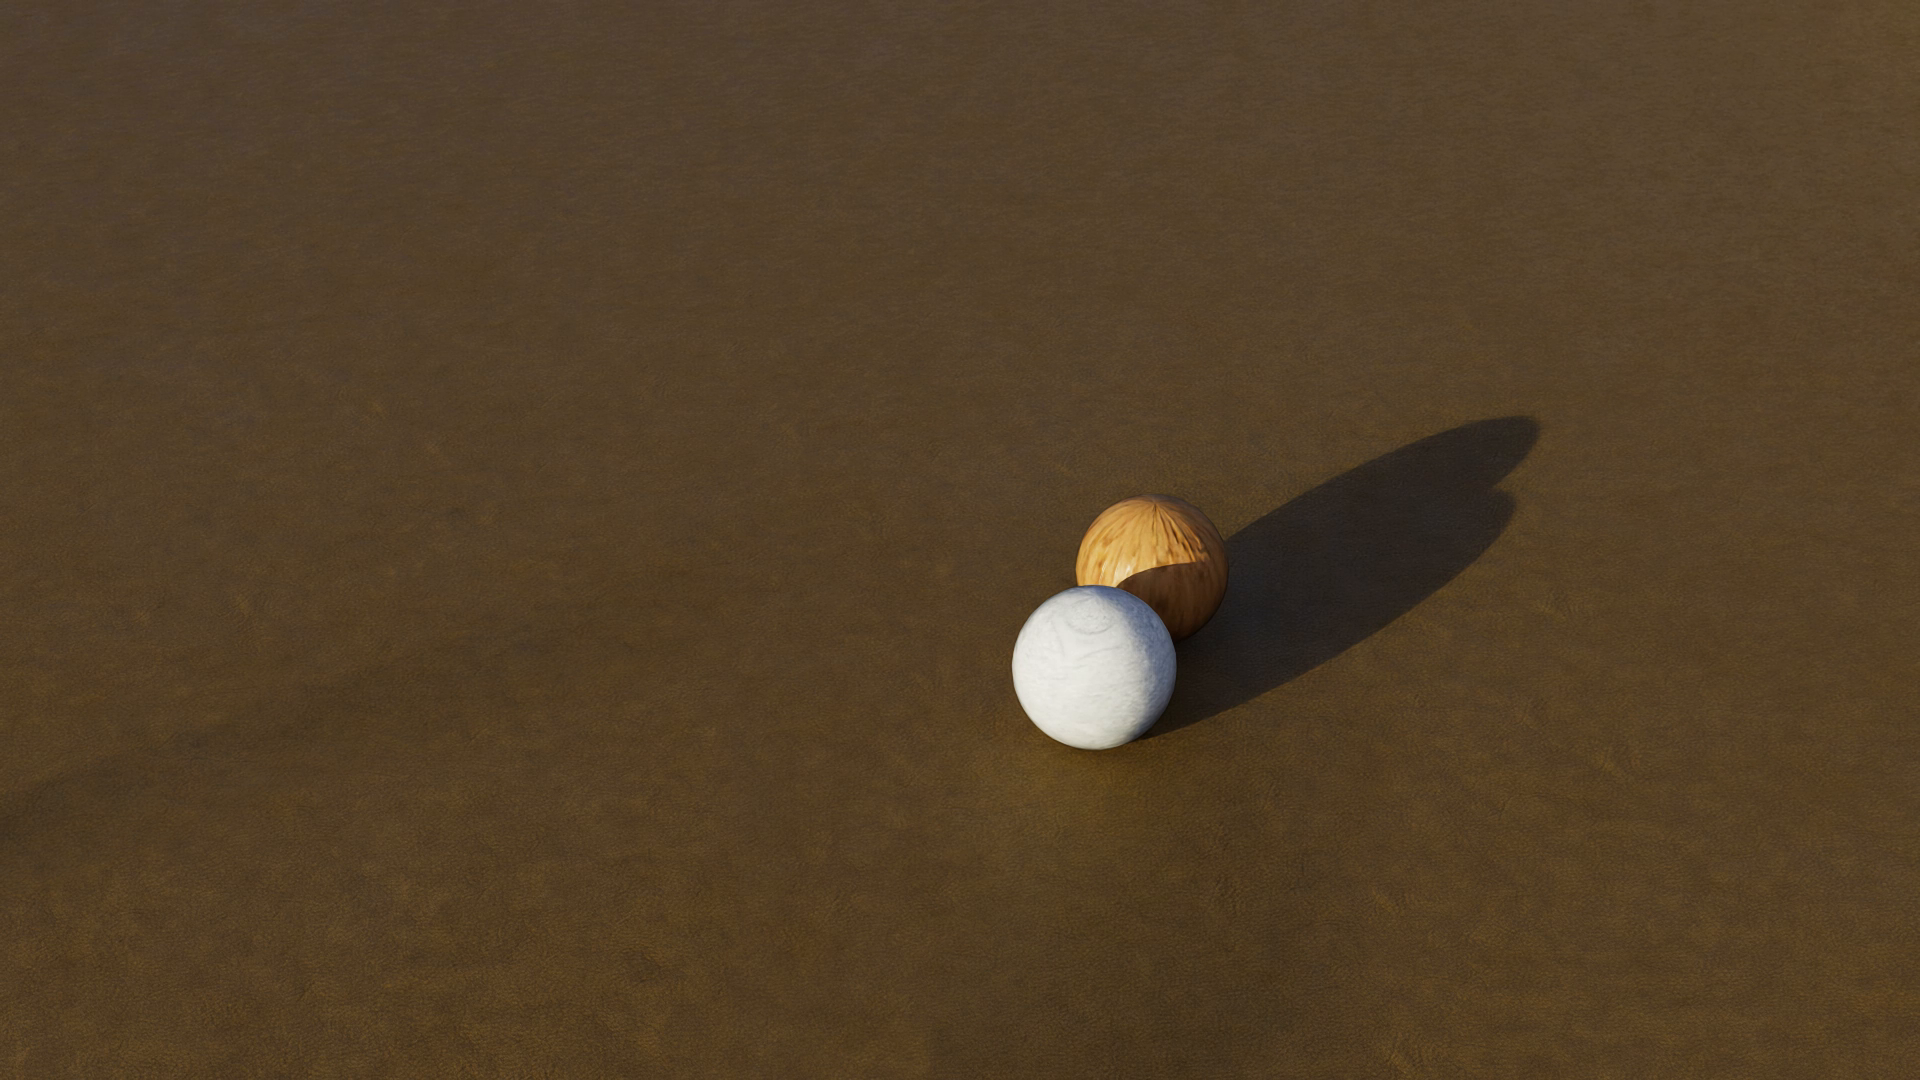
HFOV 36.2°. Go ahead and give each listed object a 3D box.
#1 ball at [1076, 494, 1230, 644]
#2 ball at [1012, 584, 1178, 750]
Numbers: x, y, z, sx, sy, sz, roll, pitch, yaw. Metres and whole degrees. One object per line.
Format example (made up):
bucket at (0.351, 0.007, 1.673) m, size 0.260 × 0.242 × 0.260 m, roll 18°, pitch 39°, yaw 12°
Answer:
ball at (0.110, 0.017, 1.682) m, size 0.088 × 0.088 × 0.088 m, roll 0°, pitch 29°, yaw 0°
ball at (0.073, 0.069, 1.589) m, size 0.089 × 0.089 × 0.089 m, roll 0°, pitch 29°, yaw 0°
